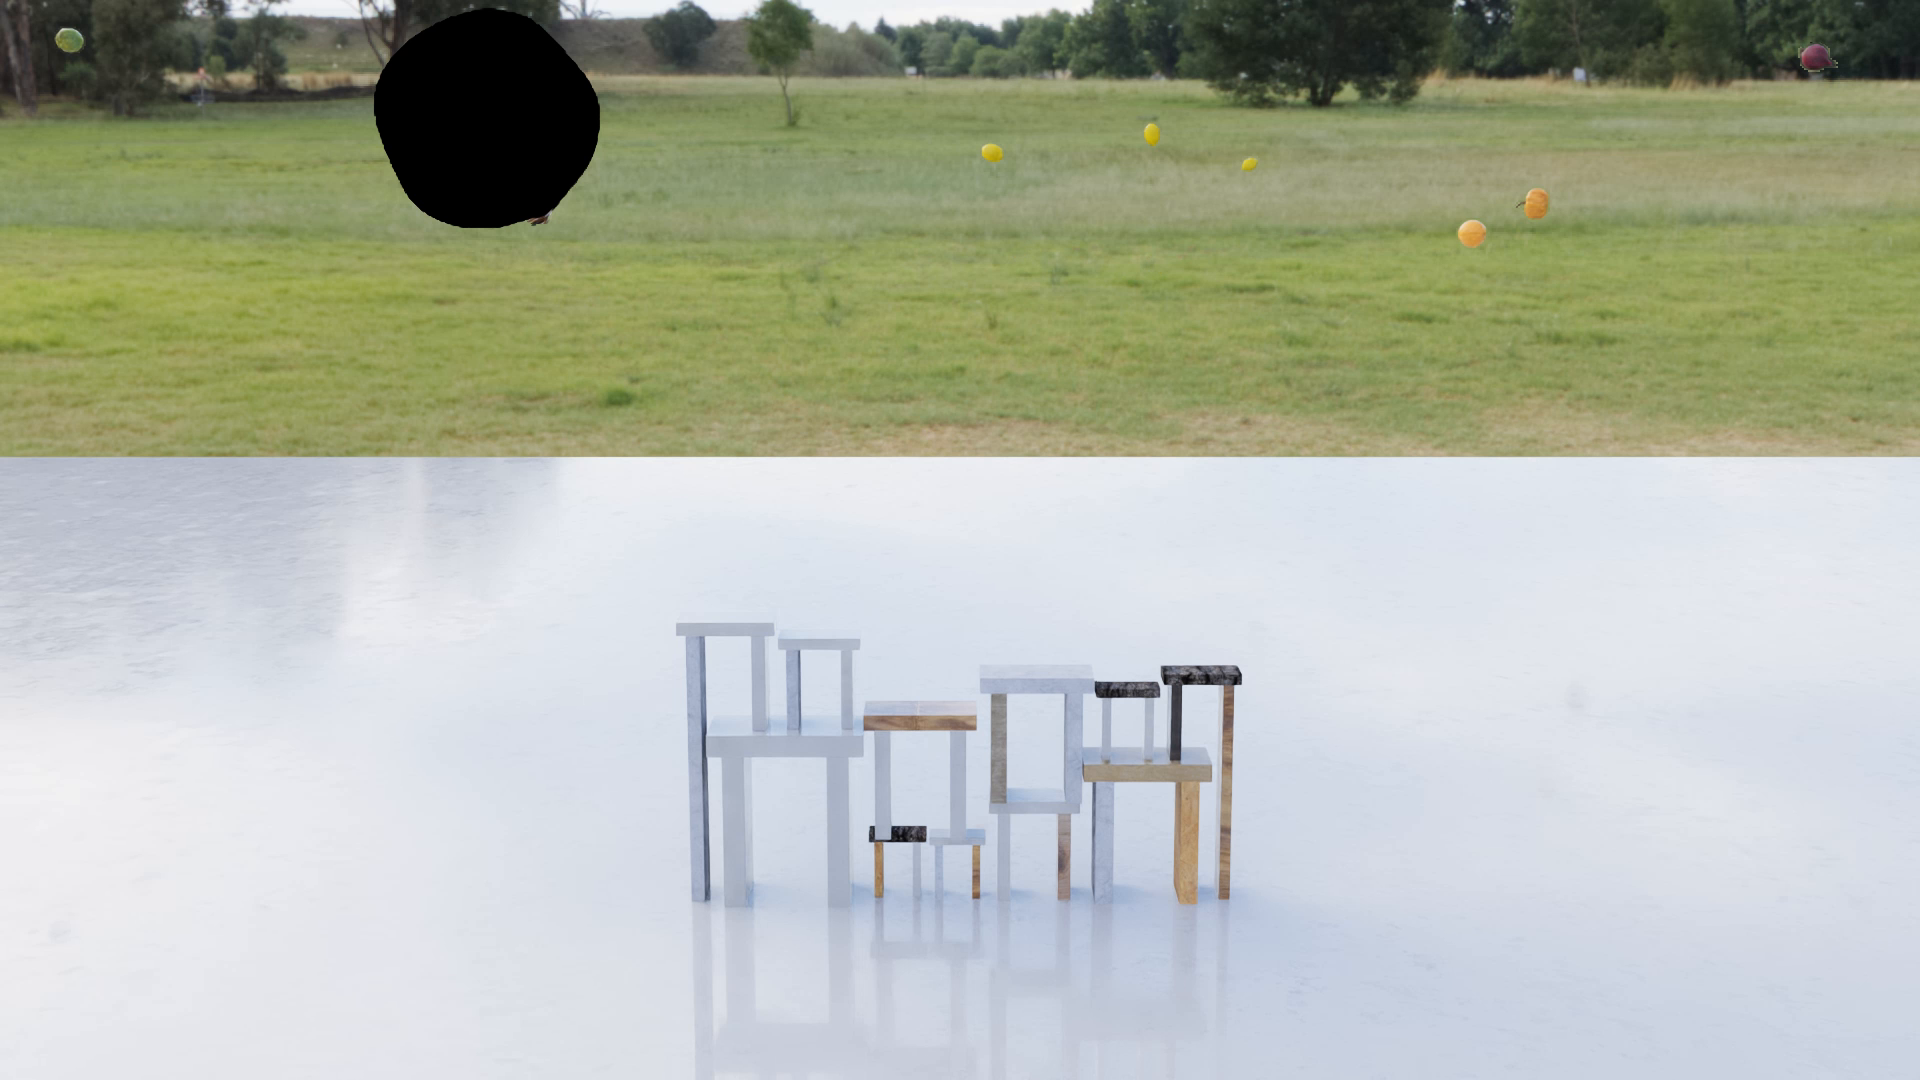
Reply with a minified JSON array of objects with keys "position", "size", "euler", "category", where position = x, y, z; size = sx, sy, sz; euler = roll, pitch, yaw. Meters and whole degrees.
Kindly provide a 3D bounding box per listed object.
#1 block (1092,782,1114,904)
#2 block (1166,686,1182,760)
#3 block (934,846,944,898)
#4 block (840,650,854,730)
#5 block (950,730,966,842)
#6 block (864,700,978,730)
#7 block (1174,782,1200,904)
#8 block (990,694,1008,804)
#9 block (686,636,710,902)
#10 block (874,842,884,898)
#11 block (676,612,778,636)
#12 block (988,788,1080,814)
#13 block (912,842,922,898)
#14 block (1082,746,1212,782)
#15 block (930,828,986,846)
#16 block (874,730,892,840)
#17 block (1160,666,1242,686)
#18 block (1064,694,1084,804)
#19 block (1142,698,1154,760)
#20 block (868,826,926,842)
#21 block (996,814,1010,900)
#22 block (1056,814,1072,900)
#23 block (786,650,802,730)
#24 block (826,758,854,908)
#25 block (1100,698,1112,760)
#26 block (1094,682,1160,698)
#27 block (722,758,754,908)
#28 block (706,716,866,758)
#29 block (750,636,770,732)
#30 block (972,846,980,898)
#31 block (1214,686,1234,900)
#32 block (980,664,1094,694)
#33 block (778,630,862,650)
[{"position":[0.236,0.487,3.650],"size":[0.030,0.209,0.104],"euler":[0,11,0],"category":"block"},{"position":[0.353,0.293,3.617],"size":[0.018,0.127,0.063],"euler":[0,11,0],"category":"block"},{"position":[-0.035,0.545,3.659],"size":[0.013,0.093,0.046],"euler":[0,11,0],"category":"block"},{"position":[-0.184,0.238,3.609],"size":[0.019,0.133,0.067],"euler":[0,11,0],"category":"block"},{"position":[-0.003,0.394,3.633],"size":[0.026,0.188,0.092],"euler":[0,11,0],"category":"block"},{"position":[-0.065,0.289,3.614],"size":[0.184,0.026,0.092],"euler":[0,11,0],"category":"block"},{"position":[0.376,0.487,3.650],"size":[0.030,0.209,0.104],"euler":[0,11,0],"category":"block"},{"position":[0.063,0.331,3.622],"size":[0.026,0.185,0.092],"euler":[0,11,0],"category":"block"},{"position":[-0.432,0.369,3.629],"size":[0.022,0.449,0.079],"euler":[0,11,0],"category":"block"},{"position":[-0.135,0.542,3.665],"size":[0.014,0.095,0.048],"euler":[0,11,0],"category":"block"},{"position":[-0.379,0.137,3.586],"size":[0.158,0.022,0.079],"euler":[0,11,0],"category":"block"},{"position":[0.122,0.432,3.643],"size":[0.149,0.021,0.075],"euler":[0,11,0],"category":"block"},{"position":[-0.071,0.542,3.665],"size":[0.014,0.095,0.048],"euler":[0,11,0],"category":"block"},{"position":[0.306,0.370,3.628],"size":[0.209,0.030,0.104],"euler":[0,11,0],"category":"block"},{"position":[-0.004,0.493,3.649],"size":[0.093,0.013,0.046],"euler":[0,11,0],"category":"block"},{"position":[-0.126,0.392,3.633],"size":[0.026,0.184,0.092],"euler":[0,11,0],"category":"block"},{"position":[0.395,0.221,3.604],"size":[0.127,0.018,0.063],"euler":[0,11,0],"category":"block"},{"position":[0.186,0.331,3.621],"size":[0.026,0.185,0.092],"euler":[0,11,0],"category":"block"},{"position":[0.309,0.304,3.617],"size":[0.015,0.104,0.052],"euler":[0,11,0],"category":"block"},{"position":[-0.103,0.489,3.655],"size":[0.095,0.014,0.048],"euler":[0,11,0],"category":"block"},{"position":[0.072,0.516,3.658],"size":[0.021,0.149,0.075],"euler":[0,11,0],"category":"block"},{"position":[0.172,0.516,3.659],"size":[0.021,0.149,0.075],"euler":[0,11,0],"category":"block"},{"position":[-0.273,0.238,3.609],"size":[0.019,0.133,0.067],"euler":[0,11,0],"category":"block"},{"position":[-0.198,0.465,3.643],"size":[0.036,0.255,0.127],"euler":[0,11,0],"category":"block"},{"position":[0.240,0.304,3.617],"size":[0.015,0.104,0.052],"euler":[0,11,0],"category":"block"},{"position":[0.274,0.245,3.607],"size":[0.104,0.015,0.052],"euler":[0,11,0],"category":"block"},{"position":[-0.368,0.465,3.643],"size":[0.036,0.255,0.127],"euler":[0,11,0],"category":"block"},{"position":[-0.283,0.322,3.617],"size":[0.255,0.036,0.127],"euler":[0,11,0],"category":"block"},{"position":[-0.326,0.226,3.603],"size":[0.022,0.158,0.079],"euler":[0,11,0],"category":"block"},{"position":[0.027,0.545,3.659],"size":[0.013,0.093,0.046],"euler":[0,11,0],"category":"block"},{"position":[0.437,0.410,3.639],"size":[0.018,0.365,0.063],"euler":[0,11,0],"category":"block"},{"position":[0.125,0.228,3.603],"size":[0.184,0.026,0.092],"euler":[0,11,0],"category":"block"},{"position":[-0.228,0.163,3.595],"size":[0.133,0.019,0.067],"euler":[0,11,0],"category":"block"}]
